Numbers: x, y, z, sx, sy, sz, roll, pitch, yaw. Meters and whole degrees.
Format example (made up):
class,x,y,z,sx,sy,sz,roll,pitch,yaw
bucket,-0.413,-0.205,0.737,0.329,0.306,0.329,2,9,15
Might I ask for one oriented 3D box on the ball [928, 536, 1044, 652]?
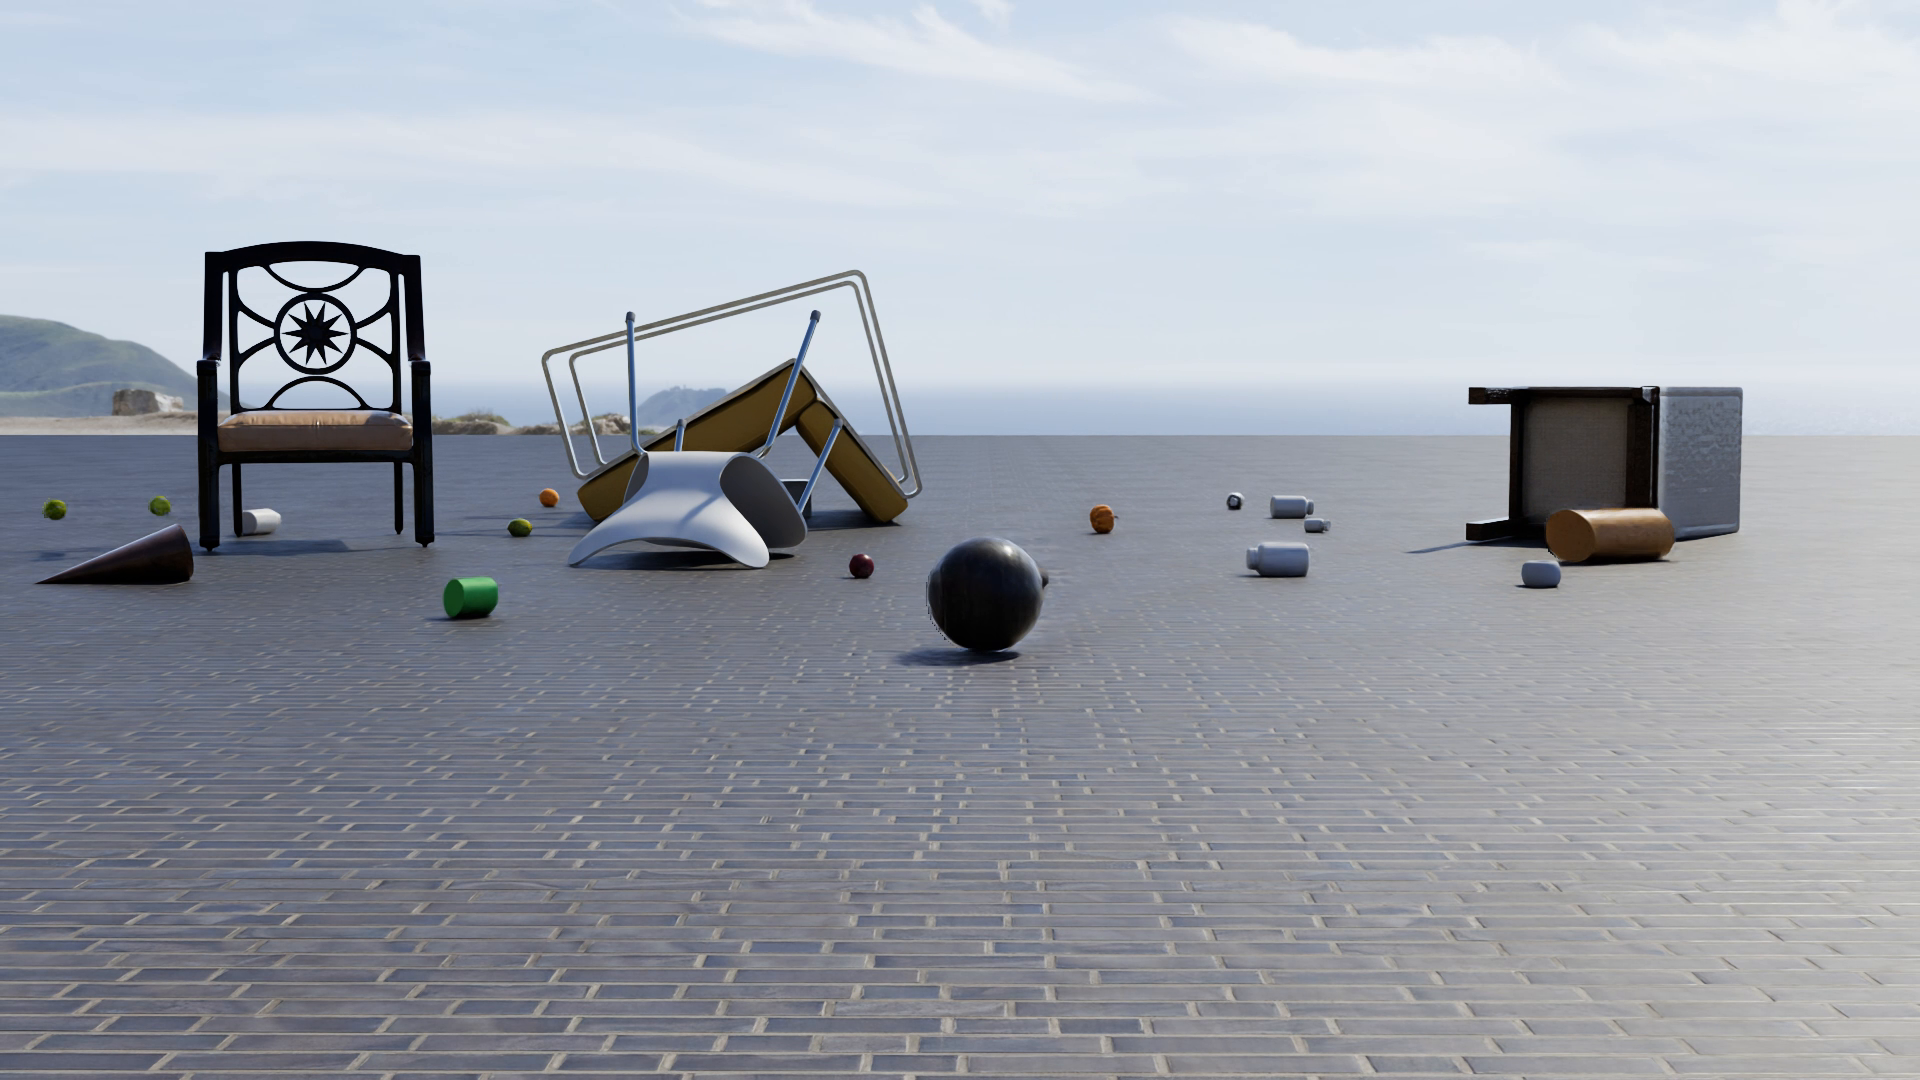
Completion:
class,x,y,z,sx,sy,sz,roll,pitch,yaw
ball,0.045,0.093,3.755,0.197,0.197,0.197,0,4,0

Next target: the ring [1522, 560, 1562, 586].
class,x,y,z,sx,sy,sz,roll,pitch,yaw
ring,1.328,0.076,5.023,0.083,0.057,0.101,-3,3,-15

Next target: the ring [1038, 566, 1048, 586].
class,x,y,z,sx,sy,sz,roll,pitch,yaw
ring,0.121,0.085,4.915,0.155,0.055,0.184,-1,5,-1

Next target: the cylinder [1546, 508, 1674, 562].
class,x,y,z,sx,sy,sz,roll,pitch,yaw
cylinder,1.705,-0.014,5.767,0.290,0.133,0.173,-2,16,-30

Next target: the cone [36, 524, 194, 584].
class,x,y,z,sx,sy,sz,roll,pitch,yaw
cone,-1.990,0.064,5.144,0.337,0.132,0.260,-15,6,-27

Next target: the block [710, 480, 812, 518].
class,x,y,z,sx,sy,sz,roll,pitch,yaw
block,-0.706,-0.149,7.804,0.340,0.126,0.152,-1,4,-11
